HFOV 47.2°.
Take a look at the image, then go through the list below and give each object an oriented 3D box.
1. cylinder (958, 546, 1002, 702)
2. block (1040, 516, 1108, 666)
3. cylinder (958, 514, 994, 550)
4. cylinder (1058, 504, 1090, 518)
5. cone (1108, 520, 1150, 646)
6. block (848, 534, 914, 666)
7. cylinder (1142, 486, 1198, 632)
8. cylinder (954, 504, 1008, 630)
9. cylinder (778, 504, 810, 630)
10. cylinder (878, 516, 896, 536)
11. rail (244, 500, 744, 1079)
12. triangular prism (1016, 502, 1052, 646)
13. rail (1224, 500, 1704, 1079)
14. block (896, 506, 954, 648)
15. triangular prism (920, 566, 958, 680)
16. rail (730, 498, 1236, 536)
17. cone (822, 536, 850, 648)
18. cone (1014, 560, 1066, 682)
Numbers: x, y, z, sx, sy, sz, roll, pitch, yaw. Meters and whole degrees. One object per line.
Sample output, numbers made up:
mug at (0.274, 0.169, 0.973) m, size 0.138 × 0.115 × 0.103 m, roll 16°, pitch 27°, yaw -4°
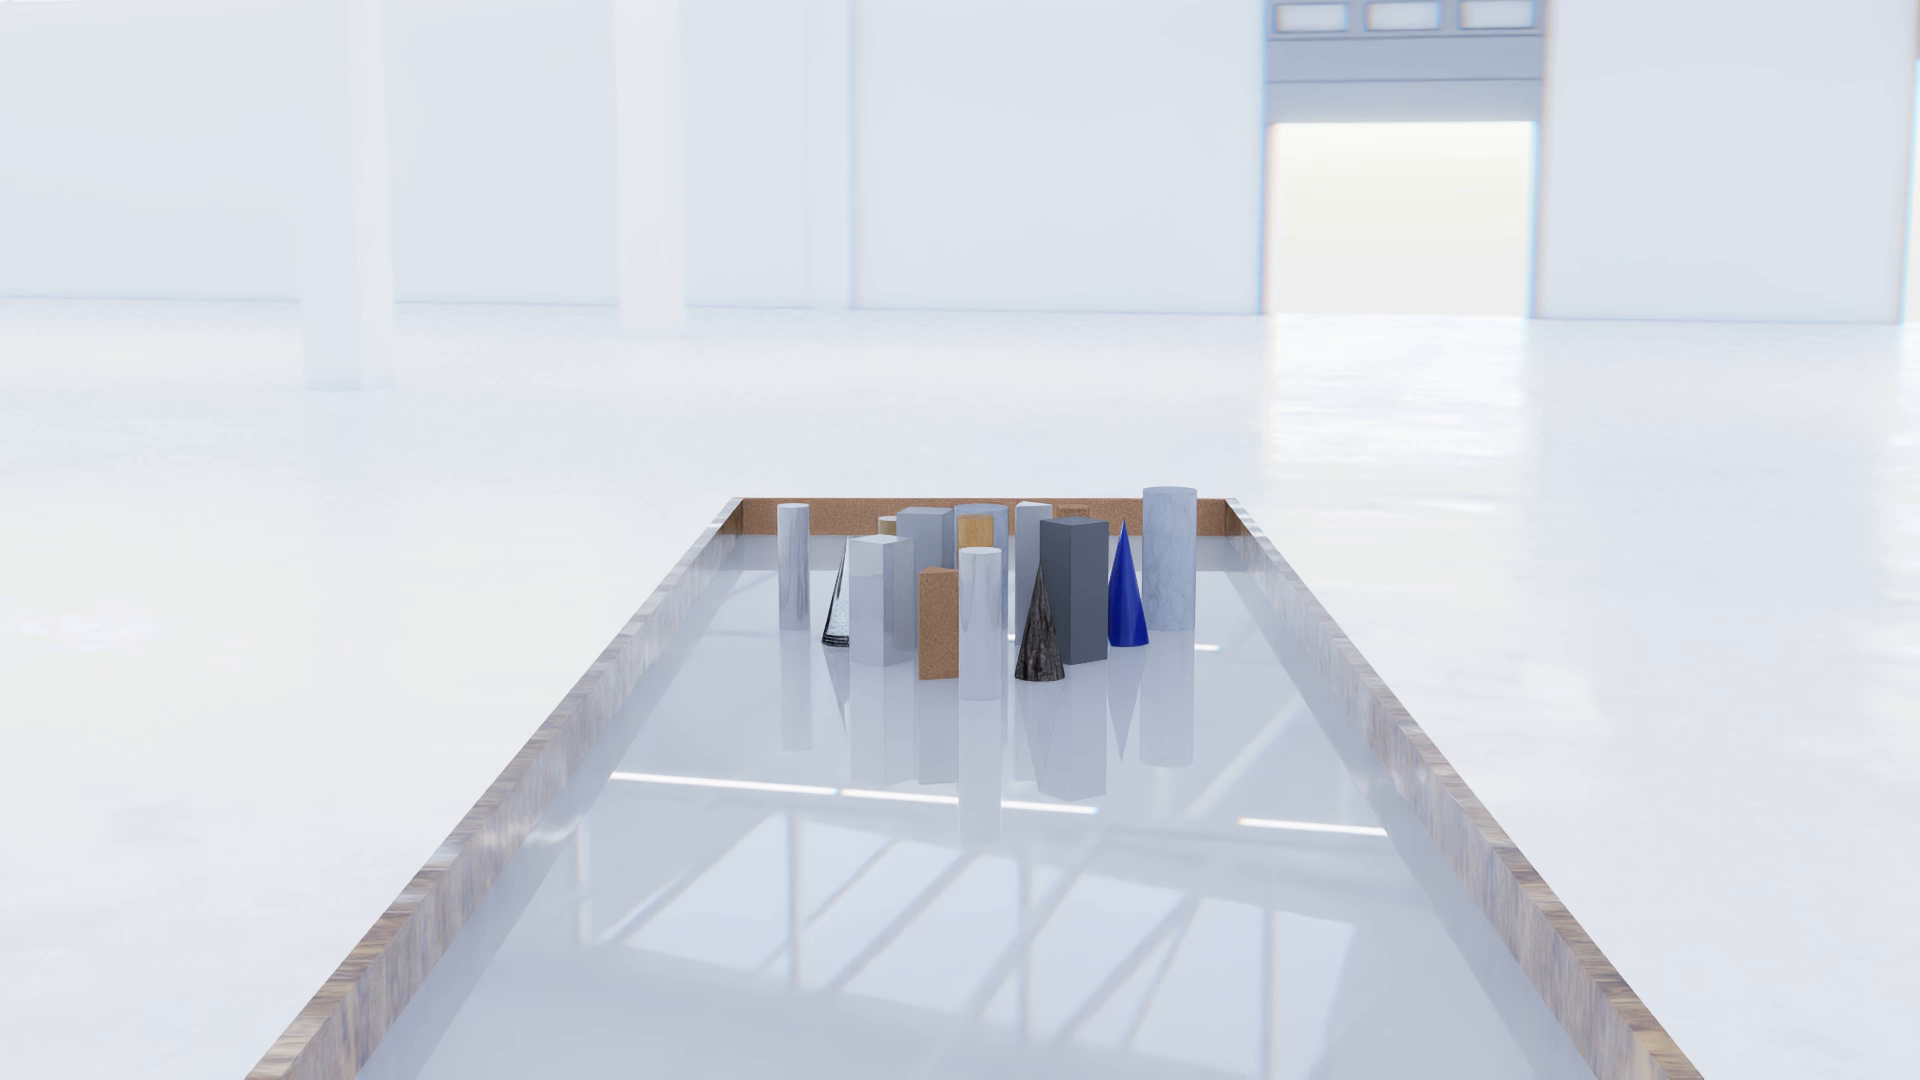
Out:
cylinder at (0.057, 0.235, 6.188) m, size 0.122 × 0.418 × 0.122 m, roll 0°, pitch 9°, yaw 0°
block at (0.346, 0.152, 6.694) m, size 0.148 × 0.425 × 0.148 m, roll -7°, pitch 11°, yaw -37°
cylinder at (0.047, 0.145, 6.694) m, size 0.111 × 0.438 × 0.111 m, roll 0°, pitch 9°, yaw 0°
cylinder at (0.370, 0.086, 7.205) m, size 0.105 × 0.396 × 0.105 m, roll 0°, pitch 9°, yaw 0°
cone at (0.516, 0.125, 6.947) m, size 0.173 × 0.400 × 0.173 m, roll 0°, pitch 9°, yaw 0°
block at (-0.238, 0.182, 6.669) m, size 0.139 × 0.374 × 0.139 m, roll 7°, pitch 12°, yaw 39°
cylinder at (0.683, 0.061, 7.182) m, size 0.176 × 0.453 × 0.176 m, roll 0°, pitch 9°, yaw 0°
cylinder at (0.068, 0.089, 7.185) m, size 0.180 × 0.395 × 0.180 m, roll 0°, pitch 9°, yaw 0°
cylinder at (-0.541, 0.087, 7.173) m, size 0.104 × 0.403 × 0.104 m, roll 0°, pitch 9°, yaw 0°
cylinder at (-0.212, 0.104, 7.218) m, size 0.113 × 0.355 × 0.113 m, roll 0°, pitch 9°, yaw 0°
rail at (-1.004, 0.839, 3.234) m, size 0.050 × 0.150 × 12.000 m, roll 0°, pitch 9°, yaw 1°
triangular prism at (0.217, 0.103, 6.947) m, size 0.121 × 0.442 × 0.104 m, roll -3°, pitch 9°, yaw -16°
rail at (1.046, 0.843, 3.208) m, size 0.050 × 0.150 × 12.000 m, roll 0°, pitch 9°, yaw 1°
block at (-0.108, 0.117, 6.914) m, size 0.147 × 0.424 × 0.147 m, roll 2°, pitch 9°, yaw 14°
triangular prism at (-0.072, 0.242, 6.475) m, size 0.135 × 0.316 × 0.117 m, roll -3°, pitch 9°, yaw -18°
rail at (0.099, -0.098, 9.147) m, size 2.100 × 0.150 × 0.050 m, roll 0°, pitch 9°, yaw 1°
cone at (-0.354, 0.152, 6.949) m, size 0.174 × 0.344 × 0.174 m, roll 0°, pitch 9°, yaw 0°
cone at (0.235, 0.226, 6.450) m, size 0.150 × 0.354 × 0.150 m, roll 0°, pitch 9°, yaw 0°
